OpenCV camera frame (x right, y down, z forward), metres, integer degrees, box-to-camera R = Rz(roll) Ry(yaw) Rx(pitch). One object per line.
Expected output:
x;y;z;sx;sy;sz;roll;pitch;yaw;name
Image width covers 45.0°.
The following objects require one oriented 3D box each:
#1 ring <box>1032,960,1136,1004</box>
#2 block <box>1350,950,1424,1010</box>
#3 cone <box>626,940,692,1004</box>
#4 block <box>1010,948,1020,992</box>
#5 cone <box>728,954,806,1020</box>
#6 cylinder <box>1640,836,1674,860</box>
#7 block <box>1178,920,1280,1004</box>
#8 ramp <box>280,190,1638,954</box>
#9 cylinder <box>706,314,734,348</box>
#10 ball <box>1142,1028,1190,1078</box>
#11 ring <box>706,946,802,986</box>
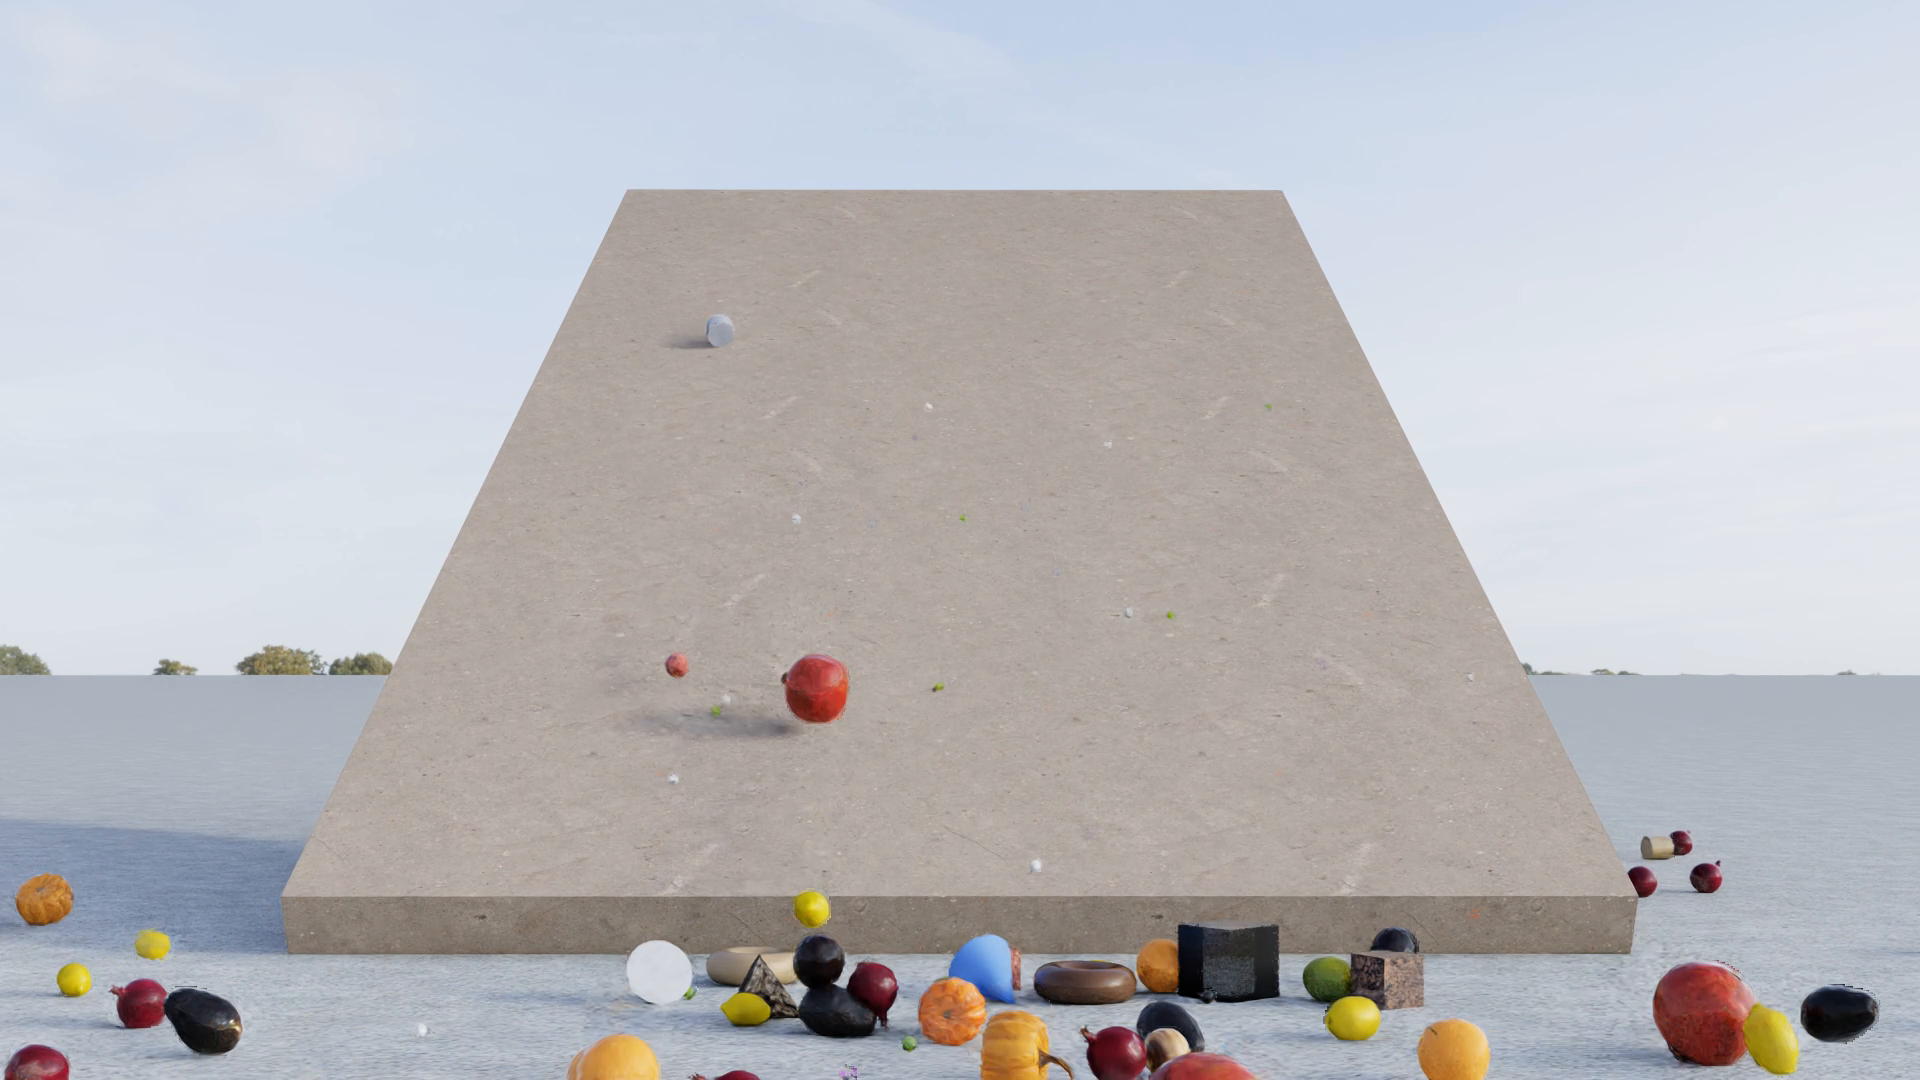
0.160;0.568;2.980;0.134;0.045;0.134;1;-4;0;ring
0.540;0.555;2.928;0.064;0.064;0.064;2;-4;-30;block
-0.398;0.571;2.988;0.085;0.085;0.085;1;-30;-22;cone
0.042;0.568;3.070;0.054;0.054;0.054;2;-4;-28;block
-0.225;0.562;2.822;0.086;0.086;0.086;27;-6;-4;cone
1.551;0.685;5.159;0.052;0.052;0.052;1;-3;-12;cylinder
0.349;0.546;3.010;0.092;0.092;0.092;3;-4;-41;block
-0.008;-0.227;5.269;2.000;0.100;4.000;0;24;0;ramp
-0.591;-0.516;5.722;0.066;0.066;0.066;1;23;-11;cylinder
0.214;0.533;2.414;0.051;0.051;0.051;0;-3;0;ball
-0.279;0.578;3.143;0.131;0.044;0.131;1;-4;0;ring
